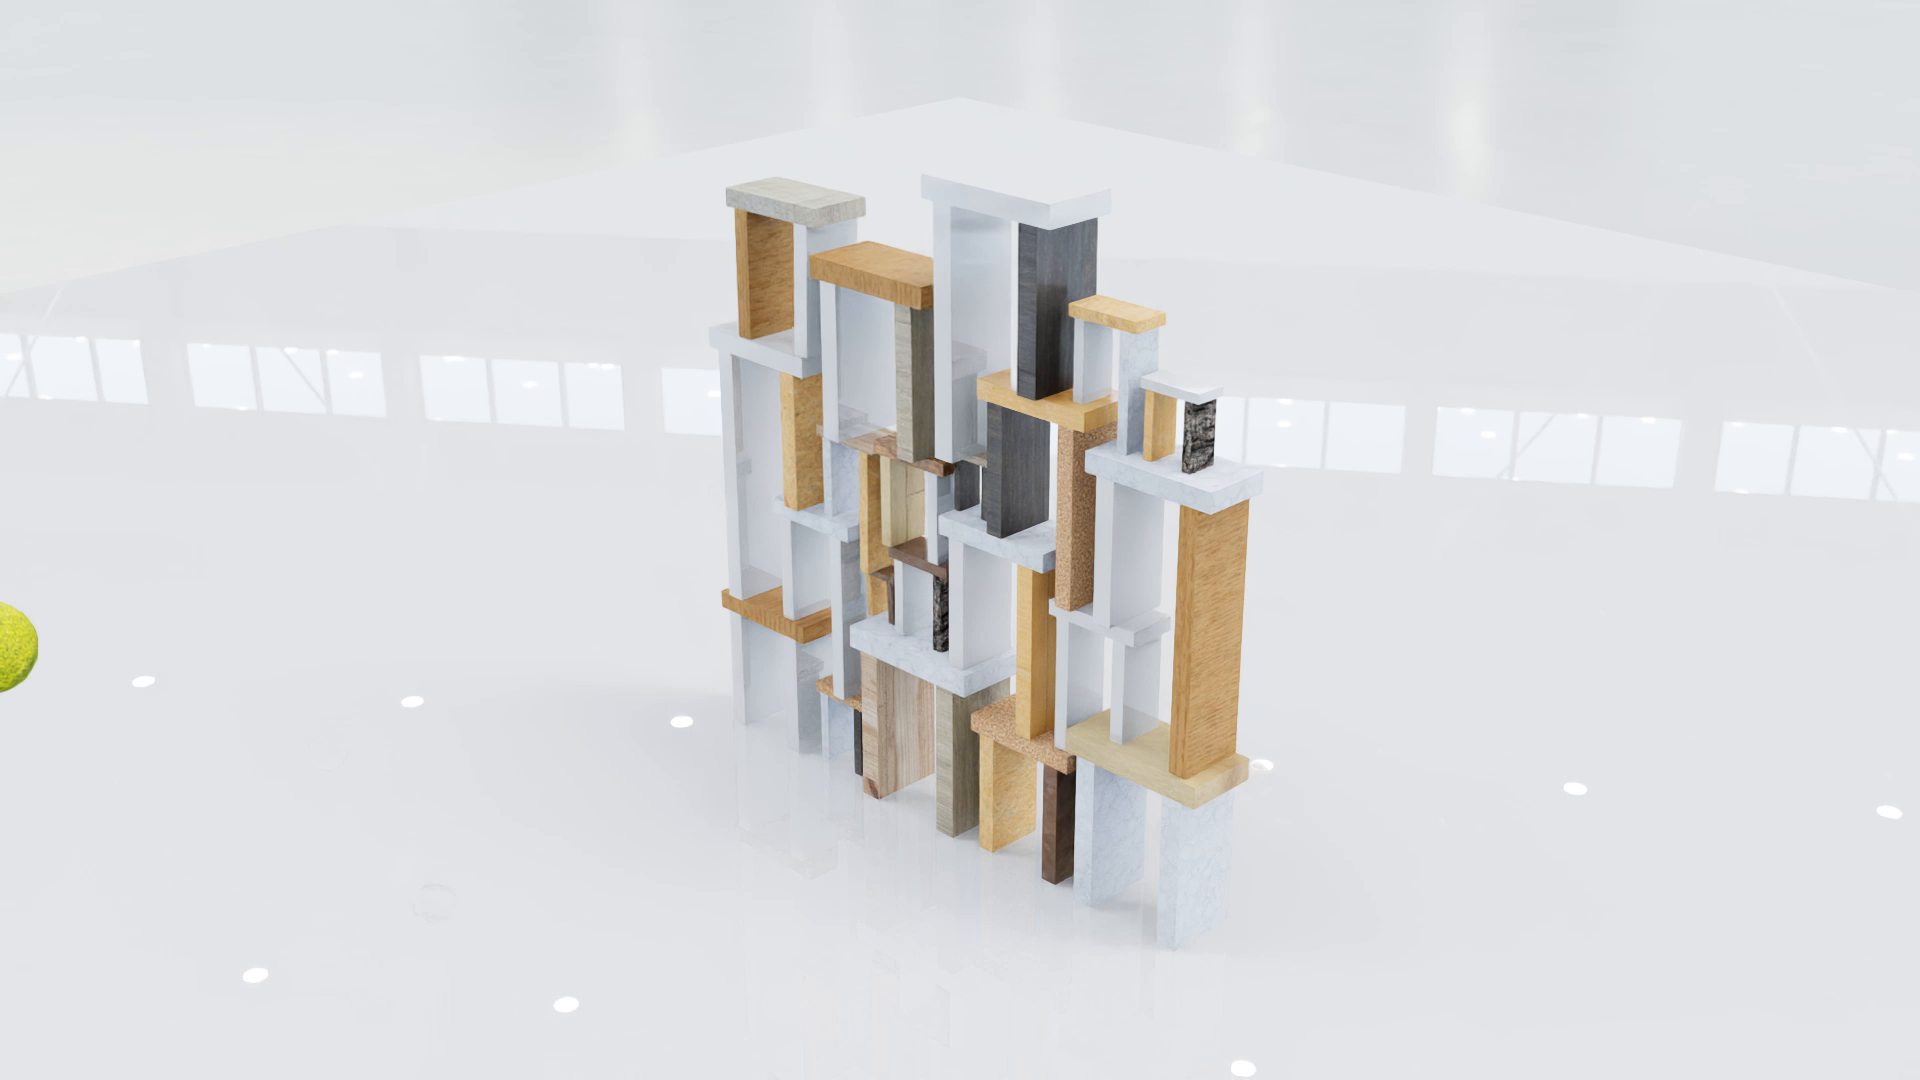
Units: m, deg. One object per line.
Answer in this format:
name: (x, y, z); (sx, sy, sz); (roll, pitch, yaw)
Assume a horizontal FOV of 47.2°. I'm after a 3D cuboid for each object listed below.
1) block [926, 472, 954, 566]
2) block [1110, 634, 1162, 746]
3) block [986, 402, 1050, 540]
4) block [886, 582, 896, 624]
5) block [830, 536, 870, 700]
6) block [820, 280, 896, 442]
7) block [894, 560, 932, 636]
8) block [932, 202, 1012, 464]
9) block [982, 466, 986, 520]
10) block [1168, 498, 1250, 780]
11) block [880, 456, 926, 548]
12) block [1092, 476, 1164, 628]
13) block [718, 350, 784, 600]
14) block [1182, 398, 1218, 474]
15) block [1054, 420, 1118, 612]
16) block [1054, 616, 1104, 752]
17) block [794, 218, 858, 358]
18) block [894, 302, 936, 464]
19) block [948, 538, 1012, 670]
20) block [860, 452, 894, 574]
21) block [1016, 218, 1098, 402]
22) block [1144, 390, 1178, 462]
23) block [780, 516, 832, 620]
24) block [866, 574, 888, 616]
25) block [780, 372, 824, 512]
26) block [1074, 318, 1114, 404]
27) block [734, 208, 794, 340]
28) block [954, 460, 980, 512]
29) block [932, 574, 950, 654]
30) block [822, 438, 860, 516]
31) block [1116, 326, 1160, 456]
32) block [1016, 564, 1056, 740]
block: (-0.021, -0.054, 4.233); (0.027, 0.187, 0.094); (21, 31, 40)
block: (0.319, 0.261, 3.988); (0.029, 0.203, 0.102); (21, 31, 41)
block: (0.108, -0.144, 4.042); (0.037, 0.259, 0.130); (21, 31, 41)
block: (-0.124, 0.120, 4.416); (0.045, 0.091, 0.013); (-21, 28, -41)
block: (-0.210, 0.146, 4.513); (0.114, 0.359, 0.032); (-21, 31, -40)
block: (-0.197, -0.362, 4.277); (0.153, 0.318, 0.043); (-21, 31, -40)
block: (-0.092, 0.103, 4.367); (0.081, 0.161, 0.023); (-22, 31, -40)
block: (0.024, -0.392, 4.025); (0.044, 0.486, 0.156); (21, 31, 41)
block: (0.064, -0.093, 4.118); (0.015, 0.107, 0.054); (21, 31, 41)
block: (0.433, 0.162, 3.827); (0.040, 0.512, 0.140); (21, 31, 41)
block: (-0.112, -0.088, 4.313); (0.027, 0.187, 0.094); (21, 31, 40)
block: (0.300, 0.004, 3.902); (0.040, 0.280, 0.140); (21, 31, 41)
block: (-0.427, -0.150, 4.631); (0.041, 0.551, 0.145); (21, 31, 41)
block: (0.404, -0.180, 3.711); (0.018, 0.128, 0.064); (22, 31, 40)
block: (0.230, -0.054, 3.948); (0.037, 0.351, 0.130); (21, 31, 40)
block: (0.223, 0.254, 4.089); (0.029, 0.268, 0.102); (21, 31, 41)
block: (-0.262, -0.498, 4.297); (0.132, 0.264, 0.037); (-20, 31, -41)
block: (-0.051, -0.312, 4.142); (0.043, 0.305, 0.153); (21, 31, 41)
block: (0.040, 0.104, 4.228); (0.038, 0.267, 0.134); (21, 31, 41)
block: (-0.161, -0.064, 4.373); (0.082, 0.257, 0.023); (-21, 32, -40)
block: (0.170, -0.415, 3.855); (0.044, 0.312, 0.156); (21, 31, 41)
block: (0.343, -0.203, 3.766); (0.018, 0.128, 0.064); (22, 31, 40)
block: (-0.317, 0.044, 4.586); (0.114, 0.229, 0.032); (-21, 31, -40)
block: (-0.166, 0.104, 4.456); (0.045, 0.091, 0.013); (-21, 28, -40)
block: (-0.292, -0.217, 4.453); (0.145, 0.290, 0.041); (-21, 31, -40)
block: (0.232, -0.320, 3.835); (0.077, 0.154, 0.022); (-22, 31, -40)
block: (-0.385, -0.545, 4.414); (0.132, 0.264, 0.037); (-21, 31, -40)
block: (0.014, -0.113, 4.164); (0.015, 0.107, 0.054); (21, 31, 41)
block: (-0.016, 0.133, 4.297); (0.081, 0.161, 0.023); (-21, 31, -40)
block: (-0.236, -0.137, 4.426); (0.082, 0.165, 0.023); (-21, 31, -40)
block: (0.306, -0.261, 3.782); (0.022, 0.222, 0.077); (21, 31, 41)
block: (0.166, 0.192, 4.128); (0.038, 0.351, 0.134); (21, 31, 41)
